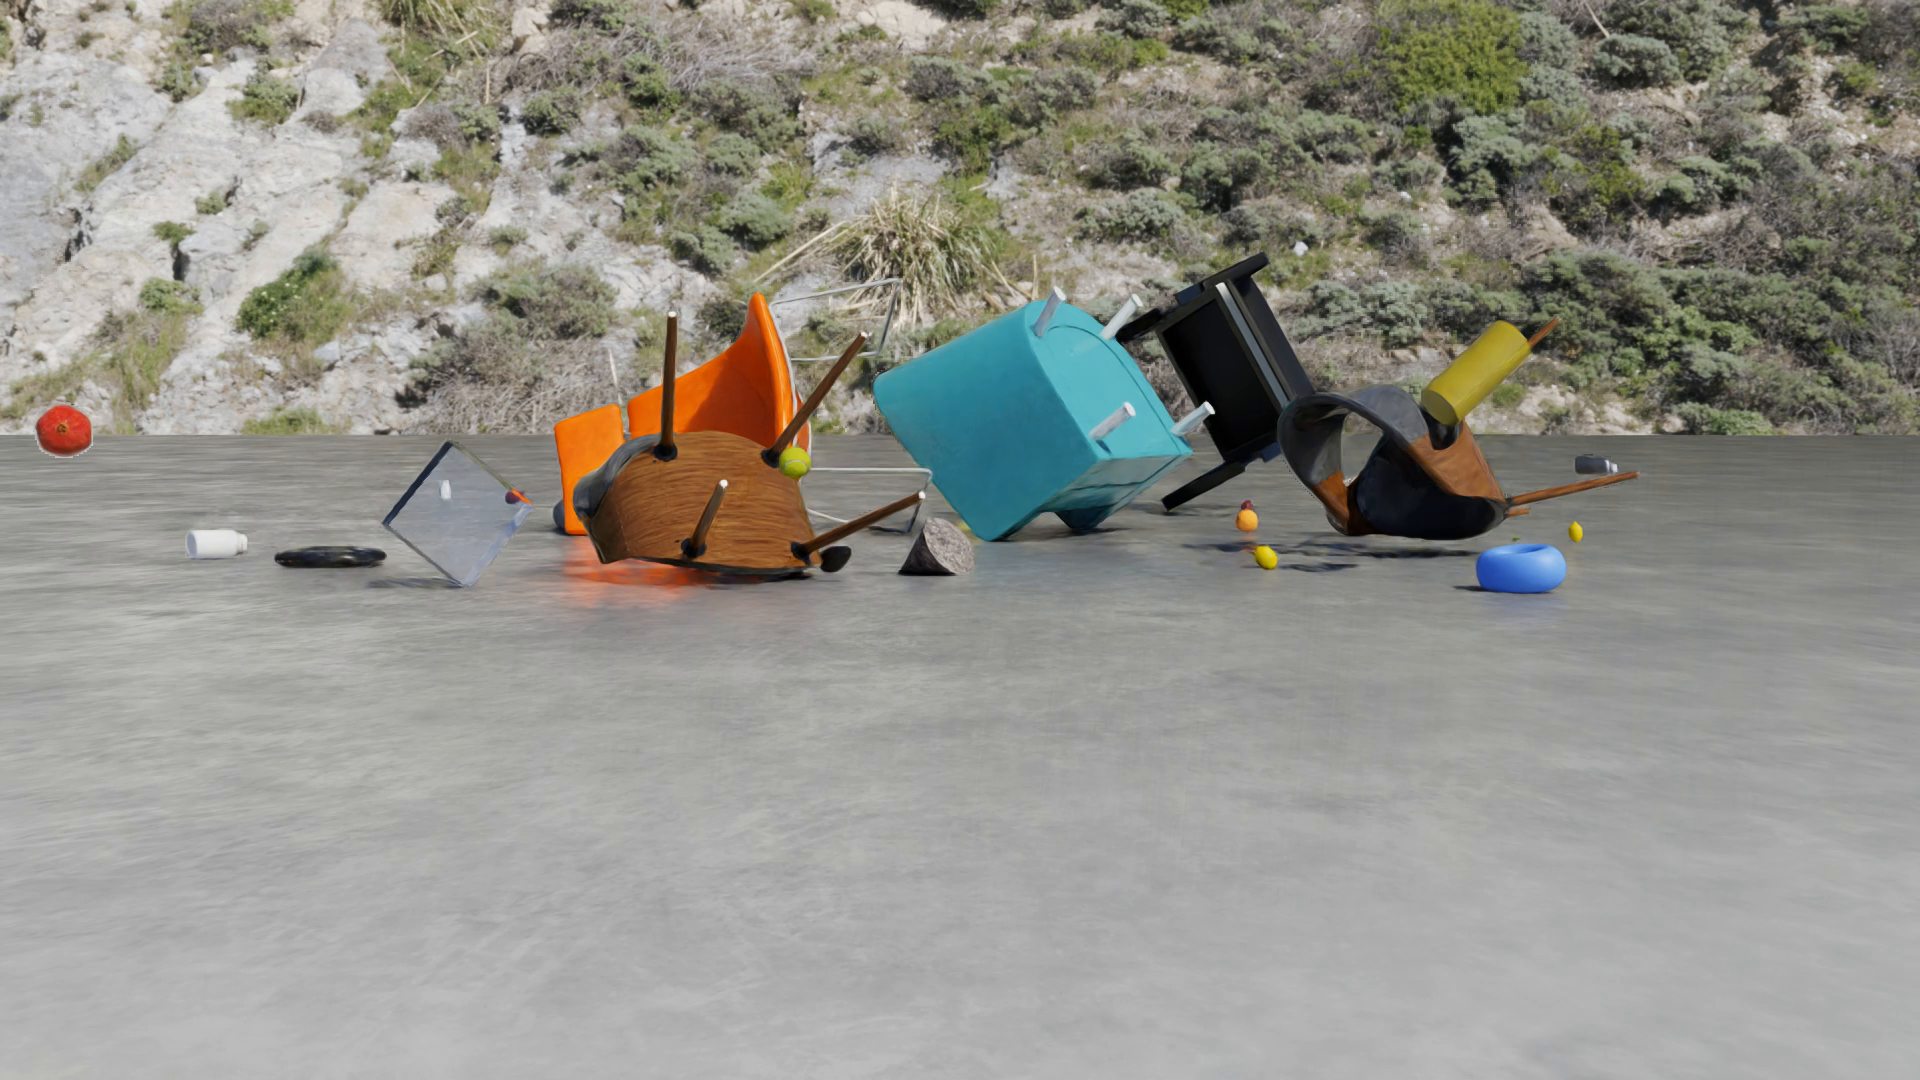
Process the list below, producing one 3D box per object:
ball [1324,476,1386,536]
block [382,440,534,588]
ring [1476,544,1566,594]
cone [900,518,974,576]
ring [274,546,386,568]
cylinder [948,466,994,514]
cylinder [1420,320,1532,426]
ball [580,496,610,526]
[{"bbox_3d":[1.205,-0.102,6.711,0.182,0.182,0.182,0,4,0],"label":"ball"},{"bbox_3d":[-1.125,-0.057,4.935,0.224,0.236,0.105,38,-2,2],"label":"block"},{"bbox_3d":[1.245,0.064,4.885,0.153,0.092,0.210,-18,11,-41],"label":"ring"},{"bbox_3d":[-0.087,0.047,5.353,0.165,0.143,0.186,-27,-38,32],"label":"cone"},{"bbox_3d":[-1.602,0.044,5.596,0.276,0.043,0.201,-1,5,-12],"label":"ring"},{"bbox_3d":[0.039,-0.179,7.870,0.147,0.129,0.136,-38,-6,-20],"label":"cylinder"},{"bbox_3d":[1.211,-0.391,5.164,0.116,0.256,0.113,39,-17,32],"label":"cylinder"},{"bbox_3d":[-1.202,-0.097,7.243,0.099,0.099,0.099,0,4,0],"label":"ball"}]
